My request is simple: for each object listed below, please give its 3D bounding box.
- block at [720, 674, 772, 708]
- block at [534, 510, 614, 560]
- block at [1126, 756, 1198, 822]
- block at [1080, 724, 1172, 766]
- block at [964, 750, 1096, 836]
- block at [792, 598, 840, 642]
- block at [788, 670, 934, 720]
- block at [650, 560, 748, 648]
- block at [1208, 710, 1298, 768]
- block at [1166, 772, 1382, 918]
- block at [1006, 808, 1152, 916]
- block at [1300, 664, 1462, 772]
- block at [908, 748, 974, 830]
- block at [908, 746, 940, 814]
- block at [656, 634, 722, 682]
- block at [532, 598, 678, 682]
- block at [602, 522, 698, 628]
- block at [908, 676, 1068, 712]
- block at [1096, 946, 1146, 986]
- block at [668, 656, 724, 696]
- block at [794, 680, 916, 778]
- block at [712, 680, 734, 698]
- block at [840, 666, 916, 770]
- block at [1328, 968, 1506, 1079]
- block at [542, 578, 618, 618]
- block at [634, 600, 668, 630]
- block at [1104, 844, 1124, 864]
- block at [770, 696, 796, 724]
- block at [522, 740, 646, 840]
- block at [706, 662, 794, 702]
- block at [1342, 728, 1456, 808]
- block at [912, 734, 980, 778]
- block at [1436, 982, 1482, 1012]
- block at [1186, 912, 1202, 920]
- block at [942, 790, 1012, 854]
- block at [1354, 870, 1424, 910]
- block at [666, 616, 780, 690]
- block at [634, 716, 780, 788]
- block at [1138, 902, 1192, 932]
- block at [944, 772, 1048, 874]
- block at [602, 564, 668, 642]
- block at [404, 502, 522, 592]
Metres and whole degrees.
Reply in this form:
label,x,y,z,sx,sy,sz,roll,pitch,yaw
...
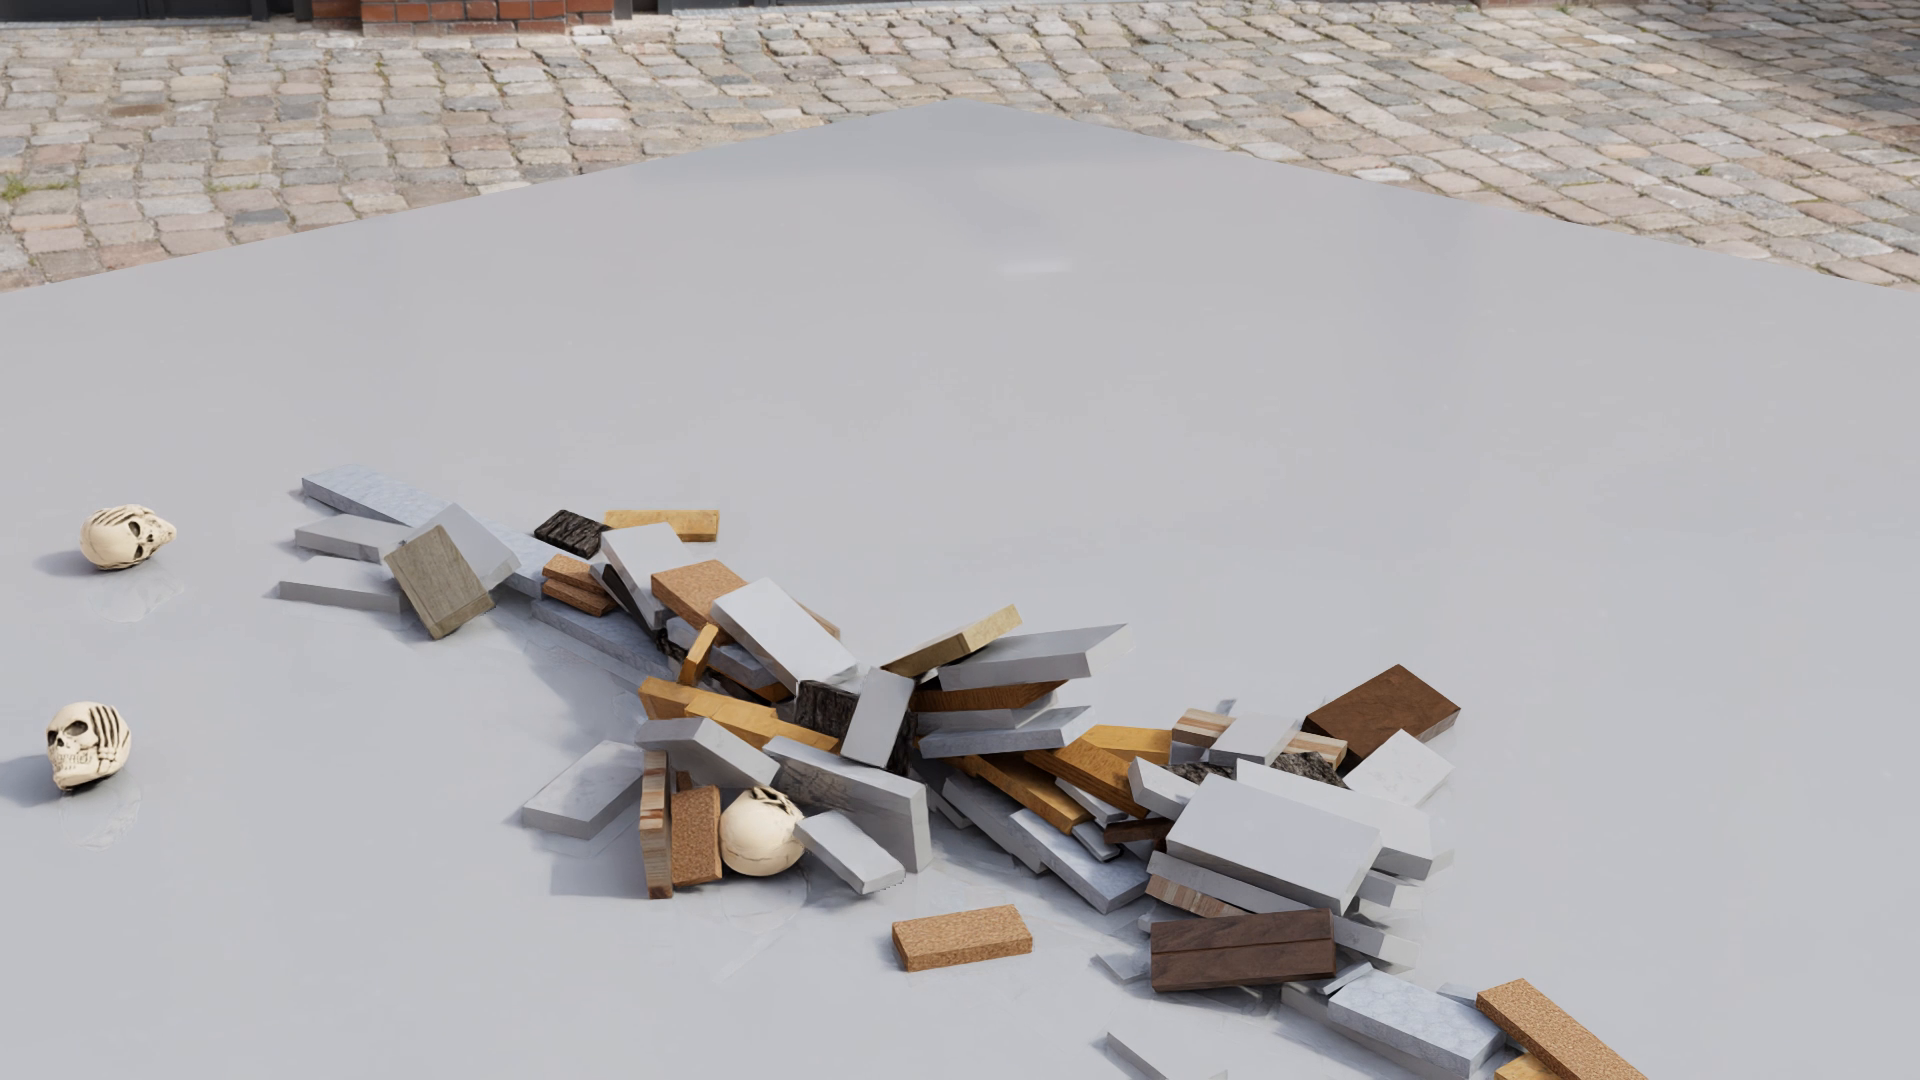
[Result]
label,x,y,z,sx,sy,sz,roll,pitch,yaw
block,-0.382,0.350,4.780,0.267,0.038,0.134,35,39,32
block,-1.001,-0.016,5.723,0.207,0.029,0.103,18,46,36
block,0.447,0.509,4.202,0.260,0.037,0.130,26,17,-12
block,0.346,0.435,4.697,0.207,0.029,0.103,4,23,9
block,0.156,0.467,4.317,0.274,0.039,0.137,32,37,30
block,-0.444,0.196,5.240,0.165,0.047,0.330,-16,28,-32
block,-0.204,0.323,4.575,0.299,0.042,0.149,-9,12,44
block,-0.539,0.137,4.871,0.164,0.046,0.328,-14,27,-30
block,0.603,0.411,4.510,0.117,0.033,0.233,7,18,24
block,0.572,0.553,4.016,0.348,0.049,0.174,16,49,29
block,0.233,0.598,4.216,0.137,0.039,0.274,-20,45,-39
block,0.904,0.388,4.719,0.347,0.049,0.174,-22,49,-42
block,-0.023,0.496,4.473,0.104,0.029,0.208,-18,47,-38
block,-0.077,0.479,4.524,0.094,0.027,0.187,-21,49,-40
block,-0.567,0.249,4.932,0.112,0.032,0.225,-21,30,-40
block,-0.790,0.222,5.185,0.547,0.041,0.145,21,31,40
block,-0.692,0.077,5.087,0.164,0.046,0.376,-10,33,-25
block,0.051,0.290,4.345,0.299,0.042,0.149,-6,13,43
block,0.289,0.764,3.944,0.048,0.014,0.095,-12,26,-26
block,-0.541,0.308,4.936,0.112,0.032,0.225,-21,43,-41
block,-0.218,0.392,4.445,0.043,0.153,0.307,3,8,-45
block,-0.428,0.347,4.843,0.225,0.032,0.112,33,38,32
block,-0.160,0.347,4.290,0.092,0.184,0.026,18,-16,5
block,0.770,0.810,3.707,0.265,0.038,0.133,18,29,36
block,-0.909,0.130,5.269,0.163,0.023,0.081,23,29,14
block,-0.691,0.108,5.122,0.145,0.041,0.290,-8,32,-22
block,0.266,0.579,4.207,0.046,0.013,0.092,-19,44,-38
block,-0.263,0.403,4.669,0.267,0.038,0.134,36,39,29
block,-0.744,0.509,4.505,0.153,0.043,0.307,10,25,21
block,-0.435,0.271,4.787,0.134,0.038,0.267,-19,29,-38
block,0.887,0.491,4.489,0.137,0.039,0.274,36,38,22
block,-0.009,0.412,4.453,0.208,0.029,0.104,23,32,37
block,0.923,0.805,3.783,0.196,0.028,0.098,10,2,22
block,0.461,0.719,3.930,0.151,0.021,0.076,19,29,32
block,0.073,0.539,4.387,0.104,0.029,0.208,-20,45,-39
block,0.689,0.614,4.071,0.304,0.043,0.152,16,-1,33
block,-0.478,0.226,4.787,0.164,0.046,0.328,-18,29,-36
block,-0.508,0.424,4.374,0.179,0.051,0.358,36,-20,-19
block,0.408,0.709,4.008,0.151,0.021,0.076,18,29,36
block,0.111,0.539,4.337,0.137,0.039,0.275,-20,45,-39
block,-0.713,0.144,5.174,0.145,0.041,0.290,0,29,-38
block,-1.232,0.031,5.438,0.160,0.045,0.320,-40,44,-18
